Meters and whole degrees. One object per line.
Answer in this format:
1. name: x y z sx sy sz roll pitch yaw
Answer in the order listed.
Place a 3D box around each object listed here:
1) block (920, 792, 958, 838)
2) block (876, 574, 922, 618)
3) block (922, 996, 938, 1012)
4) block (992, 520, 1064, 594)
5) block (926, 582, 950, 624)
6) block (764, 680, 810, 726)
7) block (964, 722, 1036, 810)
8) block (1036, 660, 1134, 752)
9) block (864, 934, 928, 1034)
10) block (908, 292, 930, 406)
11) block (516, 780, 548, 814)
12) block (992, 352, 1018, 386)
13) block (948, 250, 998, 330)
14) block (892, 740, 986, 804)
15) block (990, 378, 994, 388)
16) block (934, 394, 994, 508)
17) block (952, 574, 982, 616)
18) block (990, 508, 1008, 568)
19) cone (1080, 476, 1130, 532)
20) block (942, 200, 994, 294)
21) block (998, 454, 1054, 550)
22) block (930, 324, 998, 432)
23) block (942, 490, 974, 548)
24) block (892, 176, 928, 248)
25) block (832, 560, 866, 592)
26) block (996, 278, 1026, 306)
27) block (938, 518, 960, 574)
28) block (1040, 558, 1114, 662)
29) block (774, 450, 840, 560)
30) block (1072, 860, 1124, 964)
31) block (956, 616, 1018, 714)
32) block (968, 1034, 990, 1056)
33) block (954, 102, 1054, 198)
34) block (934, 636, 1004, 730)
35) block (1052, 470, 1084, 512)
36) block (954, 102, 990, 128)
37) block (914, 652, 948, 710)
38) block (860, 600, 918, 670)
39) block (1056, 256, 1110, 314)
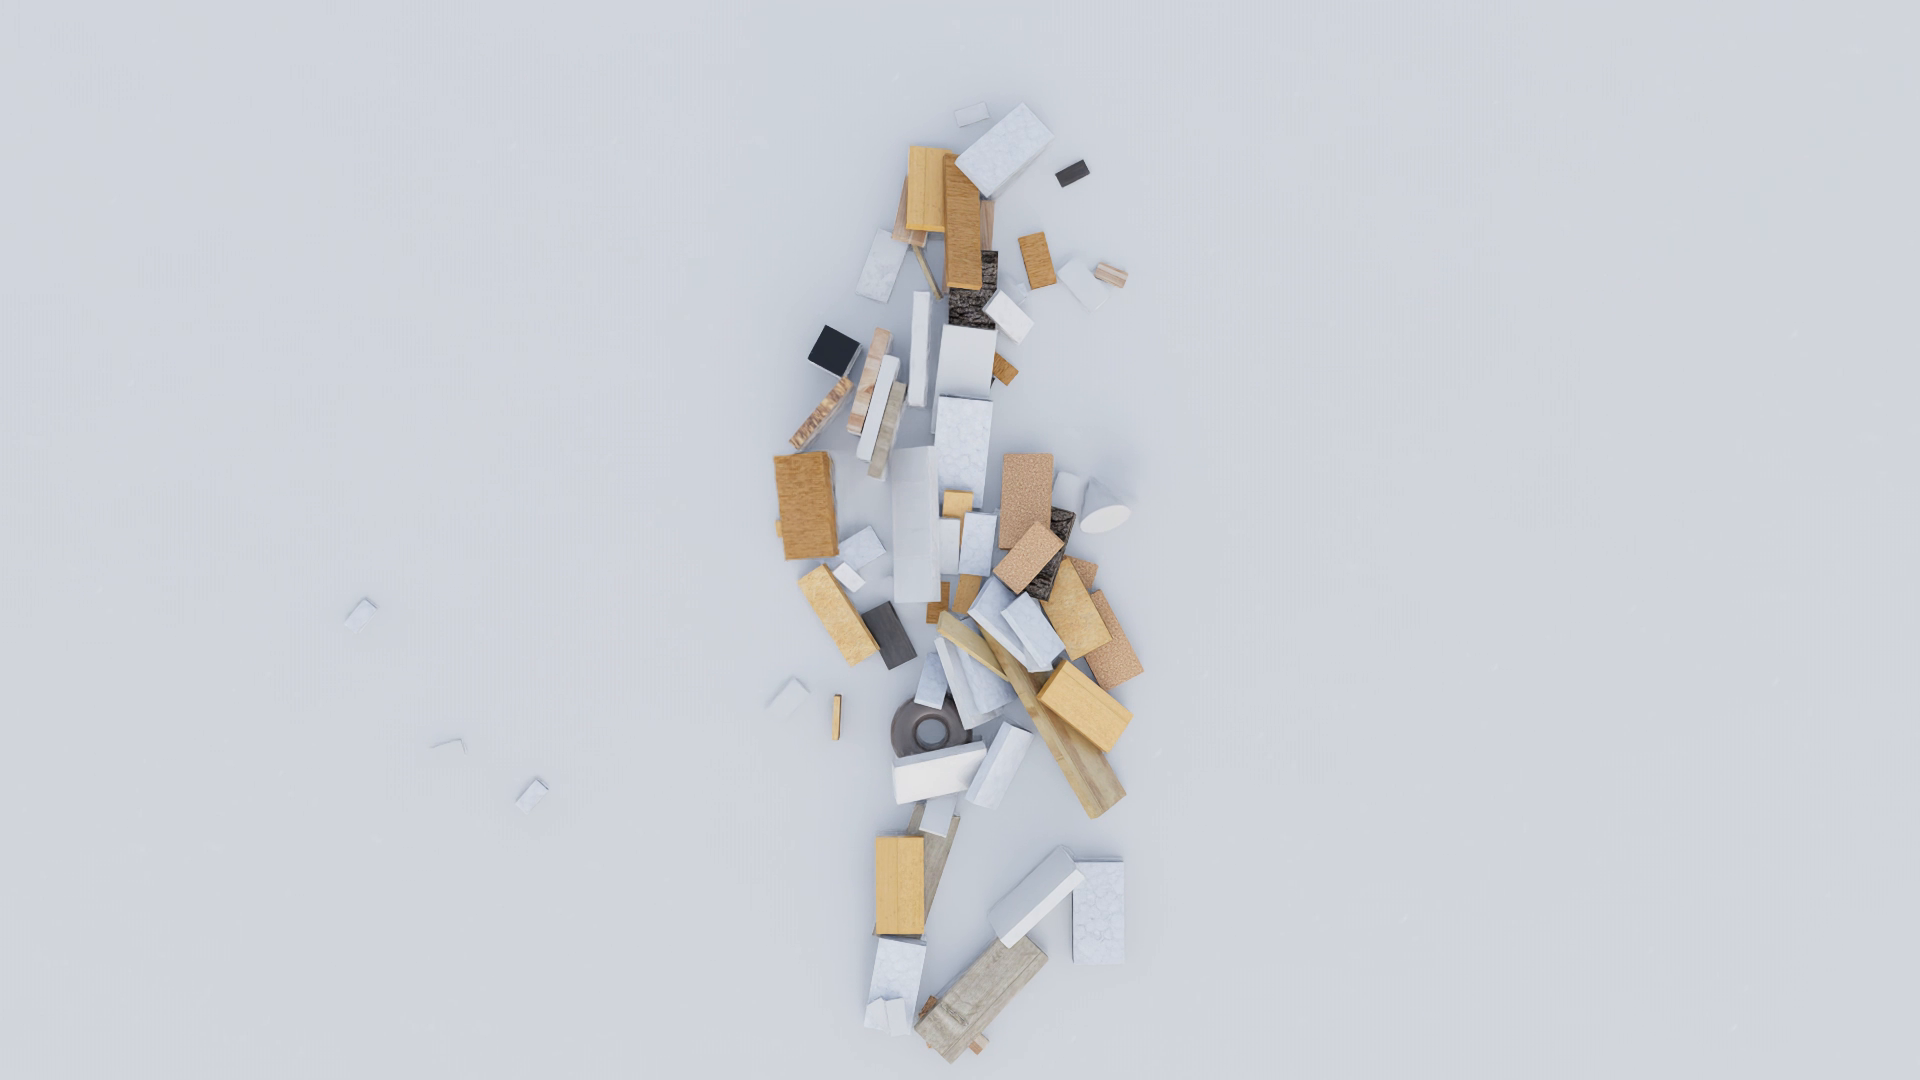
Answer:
1. block: -0.065 0.880 5.450 0.092 0.026 0.184 17 65 0
2. block: -0.202 0.188 5.490 0.142 0.020 0.071 39 90 0
3. block: -0.063 1.574 5.492 0.118 0.017 0.059 32 90 0
4. block: 0.223 0.056 5.358 0.113 0.032 0.226 44 106 9
5. block: -0.073 0.208 5.490 0.071 0.020 0.142 4 90 0
6. block: -0.575 0.540 5.490 0.072 0.020 0.144 42 90 0
7. block: 0.132 0.745 5.432 0.040 0.141 0.283 27 90 39
8. block: 0.412 0.547 5.421 0.307 0.043 0.153 40 78 -16
9. block: -0.214 1.468 5.453 0.157 0.044 0.314 10 99 0
10. block: -0.134 -0.624 5.411 0.050 0.178 0.356 3 90 -1
11. block: -1.425 0.856 5.492 0.054 0.015 0.108 41 90 0
12. block: 0.130 -0.577 5.491 0.123 0.017 0.062 40 90 0
13. block: 0.043 -0.797 5.438 0.155 0.044 0.310 2 105 0
14. block: -0.065 0.762 5.404 0.309 0.044 0.154 -10 123 -12
15. block: 0.063 -0.494 5.489 0.062 0.017 0.123 24 90 -3
16. block: 0.003 -0.291 5.436 0.178 0.050 0.356 6 102 1
17. block: 0.024 0.176 5.490 0.071 0.020 0.142 14 90 0
18. block: 0.126 -0.002 5.487 0.095 0.027 0.190 23 90 0
19. cone: 0.458 -0.142 5.461 0.173 0.173 0.173 -16 63 0
20. block: 0.028 -0.971 5.478 0.155 0.044 0.311 4 90 0
21. block: 0.218 -0.125 5.427 0.159 0.045 0.318 0 79 17
22. block: 0.013 -0.524 5.438 0.178 0.050 0.355 7 102 0
23. block: -0.011 -0.071 5.452 0.095 0.027 0.190 5 111 1
24. block: -0.150 -1.085 5.443 0.112 0.032 0.223 13 72 -8
25. block: -0.369 0.122 5.465 0.054 0.015 0.108 -41 118 6
26. block: 0.167 -0.822 5.480 0.048 0.014 0.095 -42 90 0
27. block: -0.050 0.019 5.455 0.095 0.027 0.190 2 109 1
28. block: 0.366 0.229 5.427 0.152 0.043 0.303 -29 81 9
29. block: -0.506 -0.113 5.427 0.173 0.049 0.346 -5 94 19
30. block: 0.459 1.235 5.476 0.168 0.048 0.337 0 90 0
31. block: 0.078 0.401 5.429 0.044 0.154 0.309 -19 90 45
32. block: 0.035 1.652 5.492 0.119 0.017 0.059 44 90 0
33. block: 0.148 -1.286 5.435 0.311 0.044 0.155 -43 90 -16
34. block: 0.031 0.452 5.430 0.044 0.154 0.309 -19 90 45
35. block: 0.345 -0.138 5.488 0.084 0.024 0.168 19 90 0
36. block: 0.039 -1.415 5.493 0.105 0.015 0.053 -18 90 0
37. block: -0.085 0.463 5.436 0.092 0.026 0.184 15 55 0
38. block: -0.235 0.317 5.475 0.103 0.029 0.207 -27 90 12
39. block: 0.410 -0.849 5.488 0.088 0.025 0.175 -42 90 0
